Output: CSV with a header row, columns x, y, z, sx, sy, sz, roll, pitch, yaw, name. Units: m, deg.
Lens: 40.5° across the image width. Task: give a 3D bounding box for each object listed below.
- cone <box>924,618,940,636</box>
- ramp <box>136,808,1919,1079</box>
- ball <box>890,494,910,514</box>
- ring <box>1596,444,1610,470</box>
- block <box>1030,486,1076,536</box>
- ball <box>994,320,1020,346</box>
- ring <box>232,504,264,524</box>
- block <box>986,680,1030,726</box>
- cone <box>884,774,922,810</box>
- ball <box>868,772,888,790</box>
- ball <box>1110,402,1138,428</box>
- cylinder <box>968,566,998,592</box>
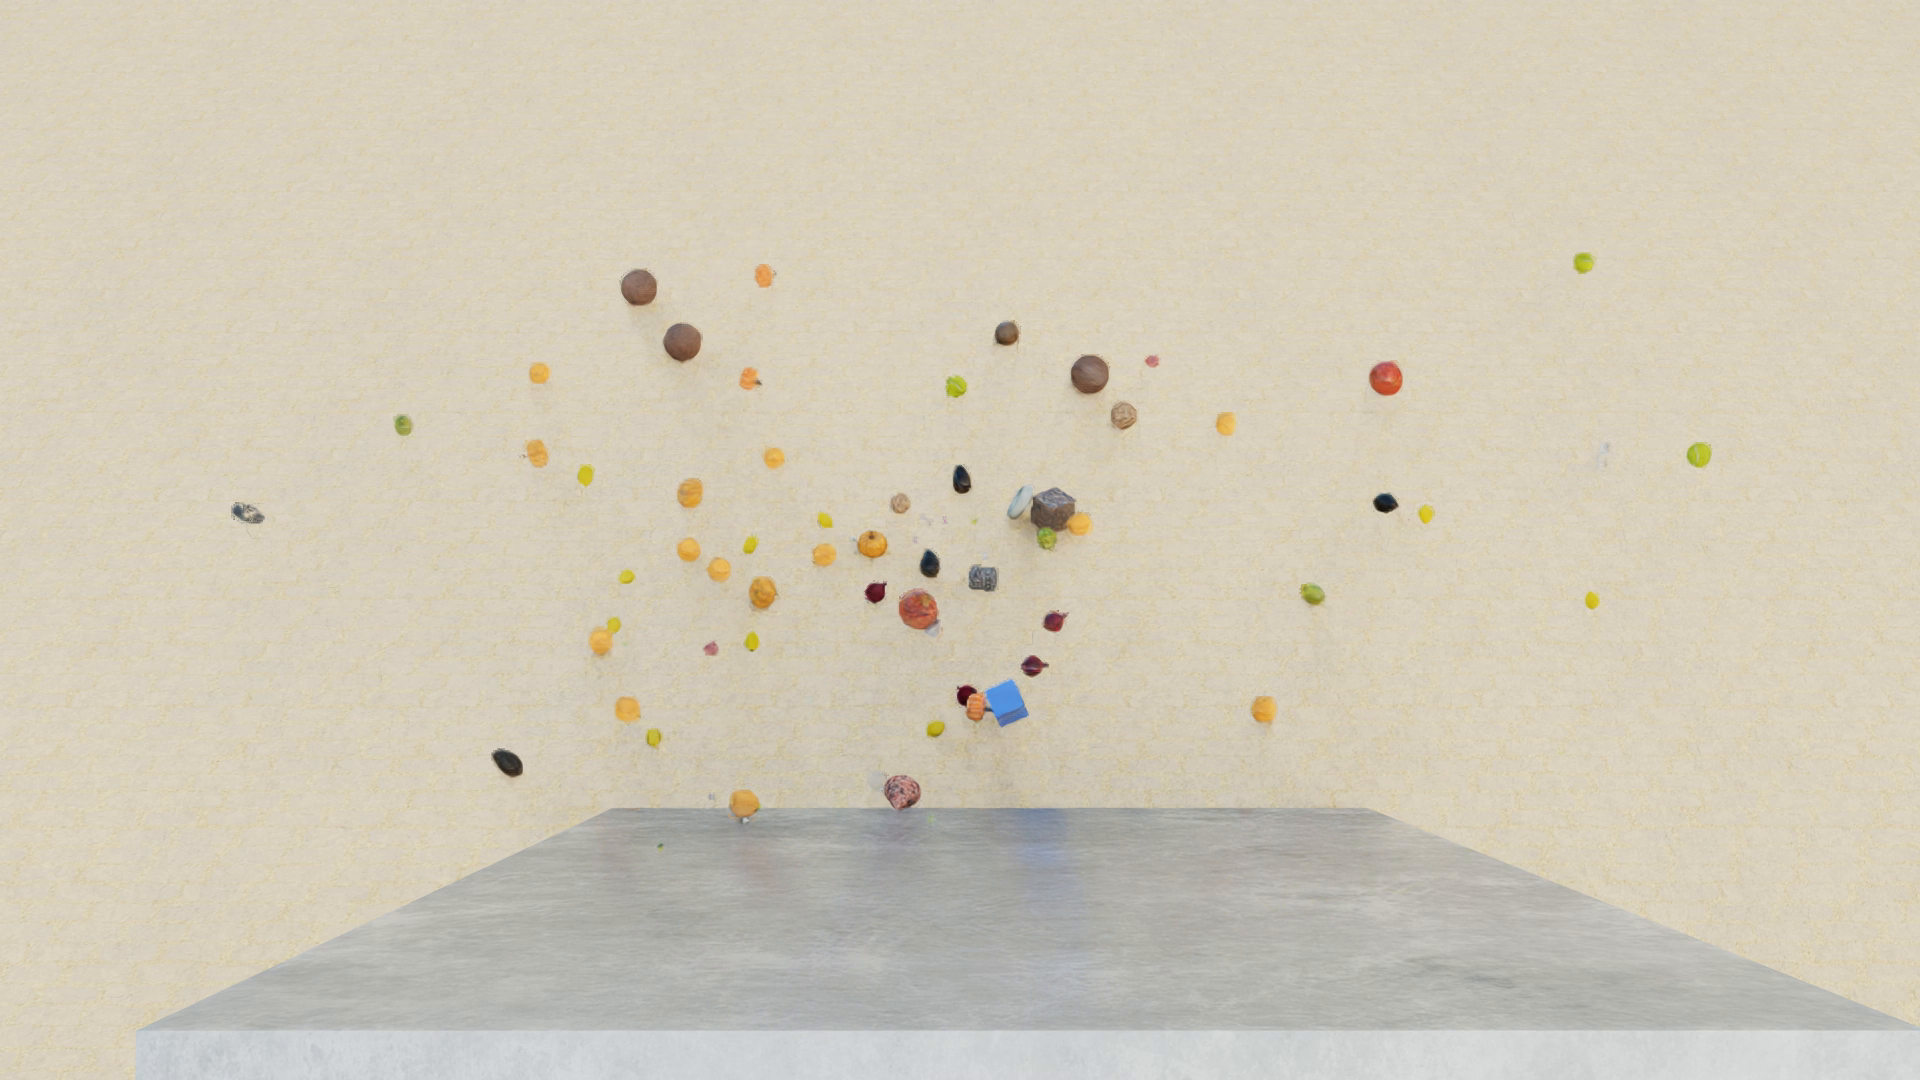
x,y,z,sx,sy,sz,roll,pitch,yaw,name
-0.069,0.244,7.558,0.057,0.057,0.057,14,58,-24,cone
0.080,0.679,4.898,2.000,0.100,4.000,0,-2,0,ramp
-0.186,-0.113,8.093,0.063,0.063,0.063,0,36,0,ball
2.043,-0.264,8.256,0.029,0.087,0.087,13,38,21,ring
0.288,-0.090,8.028,0.094,0.094,0.094,-23,42,-35,block
0.159,-0.705,8.877,0.086,0.086,0.086,0,36,0,ball
-2.181,-0.079,7.969,0.098,0.033,0.098,24,11,-5,ring
0.130,0.453,7.211,0.084,0.084,0.084,-24,65,2,block
-0.160,0.685,6.836,0.099,0.099,0.099,6,25,8,cone
-0.223,0.654,7.063,0.051,0.051,0.051,0,36,0,ball
0.533,-0.406,8.470,0.088,0.088,0.088,0,36,0,ball
0.069,0.116,7.772,0.069,0.069,0.069,5,36,23,cylinder
